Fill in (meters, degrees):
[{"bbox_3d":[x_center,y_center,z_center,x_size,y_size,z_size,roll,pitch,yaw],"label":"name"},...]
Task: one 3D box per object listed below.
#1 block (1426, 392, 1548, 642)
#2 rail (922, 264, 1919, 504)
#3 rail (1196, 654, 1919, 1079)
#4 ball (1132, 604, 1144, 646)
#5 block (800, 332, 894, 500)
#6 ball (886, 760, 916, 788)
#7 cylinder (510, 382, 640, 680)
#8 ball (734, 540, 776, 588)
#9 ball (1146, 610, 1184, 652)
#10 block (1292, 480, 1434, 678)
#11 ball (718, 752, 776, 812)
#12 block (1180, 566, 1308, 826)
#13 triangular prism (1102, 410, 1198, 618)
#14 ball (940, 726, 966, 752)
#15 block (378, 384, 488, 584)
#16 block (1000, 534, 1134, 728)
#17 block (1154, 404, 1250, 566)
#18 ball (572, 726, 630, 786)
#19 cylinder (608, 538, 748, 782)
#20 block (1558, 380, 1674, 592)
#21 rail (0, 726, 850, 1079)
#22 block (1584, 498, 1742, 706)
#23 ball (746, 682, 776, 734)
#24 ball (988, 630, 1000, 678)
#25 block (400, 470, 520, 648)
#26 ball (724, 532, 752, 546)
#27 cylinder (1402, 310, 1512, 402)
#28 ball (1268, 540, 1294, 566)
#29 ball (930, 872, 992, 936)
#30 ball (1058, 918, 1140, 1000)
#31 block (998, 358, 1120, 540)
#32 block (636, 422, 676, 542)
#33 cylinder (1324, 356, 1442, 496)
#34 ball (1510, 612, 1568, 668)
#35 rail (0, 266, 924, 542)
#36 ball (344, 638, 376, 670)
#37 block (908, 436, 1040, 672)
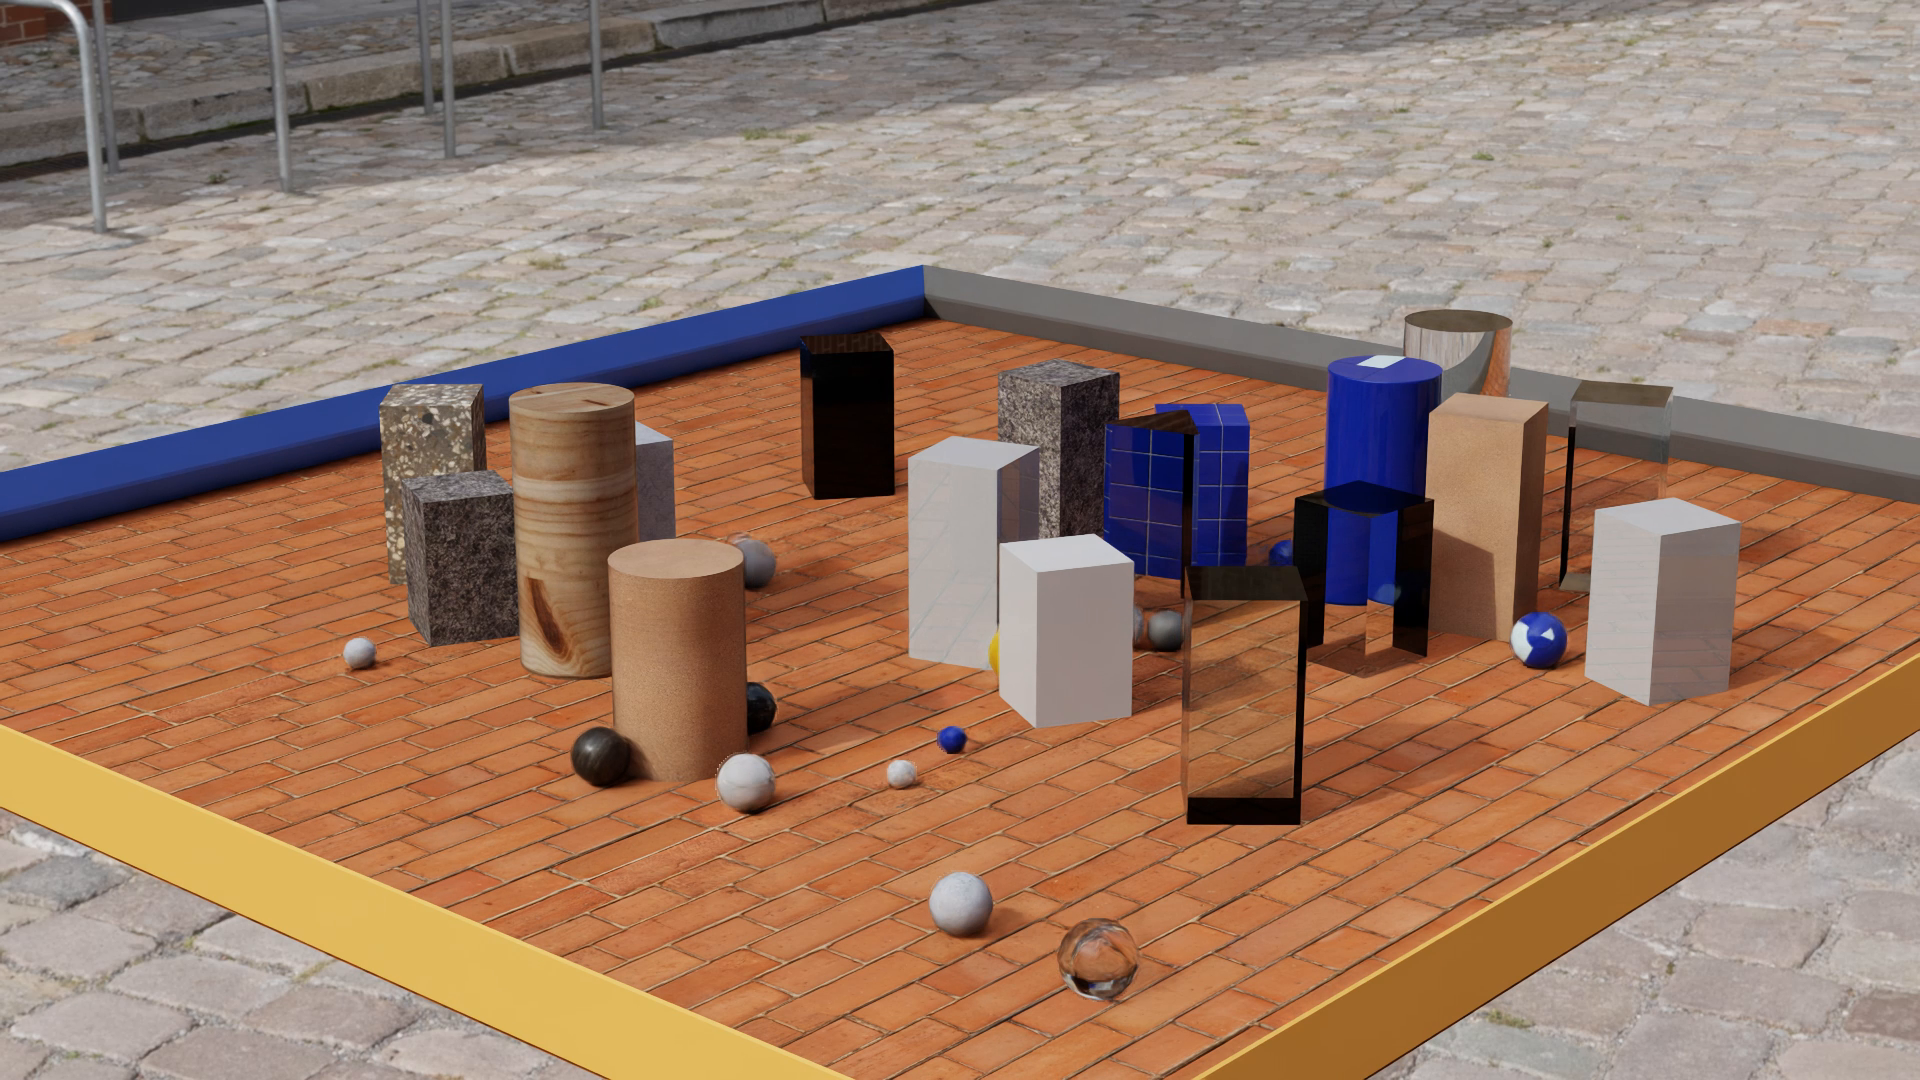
[{"bbox_3d":[0.882,-0.040,4.936,0.159,0.376,0.159,8,18,24],"label":"block"},{"bbox_3d":[1.067,-0.322,6.296,3.110,0.129,0.045,14,22,39],"label":"rail"},{"bbox_3d":[1.156,0.322,4.158,0.045,0.129,3.302,14,22,39],"label":"rail"},{"bbox_3d":[0.262,0.140,4.842,0.086,0.086,0.086,0,17,0],"label":"ball"},{"bbox_3d":[-0.222,-0.244,5.760,0.159,0.291,0.159,-3,17,-11],"label":"block"},{"bbox_3d":[-0.086,0.339,4.255,0.042,0.042,0.042,0,17,0],"label":"ball"},{"bbox_3d":[-0.619,-0.015,4.738,0.199,0.443,0.199,0,17,0],"label":"cylinder"},{"bbox_3d":[-0.366,0.042,5.167,0.086,0.086,0.086,0,17,0],"label":"ball"},{"bbox_3d":[0.342,0.150,4.840,0.068,0.068,0.068,0,17,0],"label":"ball"},{"bbox_3d":[0.654,0.062,4.782,0.159,0.269,0.159,-15,22,-40],"label":"block"},{"bbox_3d":[-0.303,0.344,4.166,0.084,0.084,0.084,0,17,0],"label":"ball"},{"bbox_3d":[0.400,0.219,4.152,0.159,0.332,0.159,0,17,1],"label":"block"},{"bbox_3d":[0.356,-0.051,5.063,0.172,0.325,0.149,9,19,26],"label":"triangular prism"},{"bbox_3d":[-0.010,0.298,4.394,0.041,0.041,0.041,0,17,0],"label":"ball"},{"bbox_3d":[-0.933,-0.101,5.225,0.159,0.325,0.159,0,17,-1],"label":"block"},{"bbox_3d":[0.164,0.140,4.556,0.159,0.251,0.159,-6,18,-19],"label":"block"},{"bbox_3d":[0.433,-0.094,5.296,0.159,0.272,0.159,0,17,0],"label":"block"},{"bbox_3d":[-0.522,0.314,4.265,0.084,0.084,0.084,0,17,0],"label":"ball"},{"bbox_3d":[-0.415,0.176,4.331,0.199,0.312,0.199,0,17,0],"label":"cylinder"},{"bbox_3d":[1.157,-0.092,5.167,0.159,0.342,0.159,6,18,18],"label":"block"},{"bbox_3d":[-1.067,0.387,3.943,3.110,0.129,0.045,14,22,39],"label":"rail"},{"bbox_3d":[1.113,0.096,4.652,0.159,0.279,0.159,-8,19,-25],"label":"block"},{"bbox_3d":[-0.319,0.256,4.461,0.080,0.080,0.080,0,17,0],"label":"ball"},{"bbox_3d":[0.093,0.181,4.684,0.097,0.097,0.097,0,17,0],"label":"ball"},{"bbox_3d":[-0.836,0.029,4.928,0.159,0.249,0.159,-7,18,-22],"label":"block"},{"bbox_3d":[-0.402,0.011,5.328,0.052,0.052,0.052,0,17,0],"label":"ball"},{"bbox_3d":[0.924,-0.217,5.490,0.199,0.395,0.199,0,17,0],"label":"cylinder"},{"bbox_3d":[0.584,0.035,5.213,0.072,0.072,0.072,0,17,0],"label":"ball"},{"bbox_3d":[0.001,0.467,3.761,0.082,0.082,0.082,0,17,0],"label":"ball"},{"bbox_3d":[0.169,0.512,3.584,0.099,0.099,0.099,0,17,0],"label":"ball"},{"bbox_3d":[0.183,-0.163,5.462,0.159,0.307,0.159,16,23,43],"label":"block"},{"bbox_3d":[-0.591,-0.026,4.995,0.159,0.315,0.159,-10,19,-29],"label":"block"},{"bbox_3d":[0.741,-0.113,5.160,0.199,0.387,0.199,0,17,0],"label":"cylinder"},{"bbox_3d":[0.940,0.162,4.760,0.092,0.092,0.092,0,17,0],"label":"ball"},{"bbox_3d":[-1.156,-0.257,6.081,0.045,0.129,3.302,14,22,39],"label":"rail"},{"bbox_3d":[-0.974,0.184,4.757,0.051,0.051,0.051,0,17,0],"label":"ball"},{"bbox_3d":[0.023,0.020,4.800,0.159,0.339,0.159,8,19,25],"label":"block"}]
